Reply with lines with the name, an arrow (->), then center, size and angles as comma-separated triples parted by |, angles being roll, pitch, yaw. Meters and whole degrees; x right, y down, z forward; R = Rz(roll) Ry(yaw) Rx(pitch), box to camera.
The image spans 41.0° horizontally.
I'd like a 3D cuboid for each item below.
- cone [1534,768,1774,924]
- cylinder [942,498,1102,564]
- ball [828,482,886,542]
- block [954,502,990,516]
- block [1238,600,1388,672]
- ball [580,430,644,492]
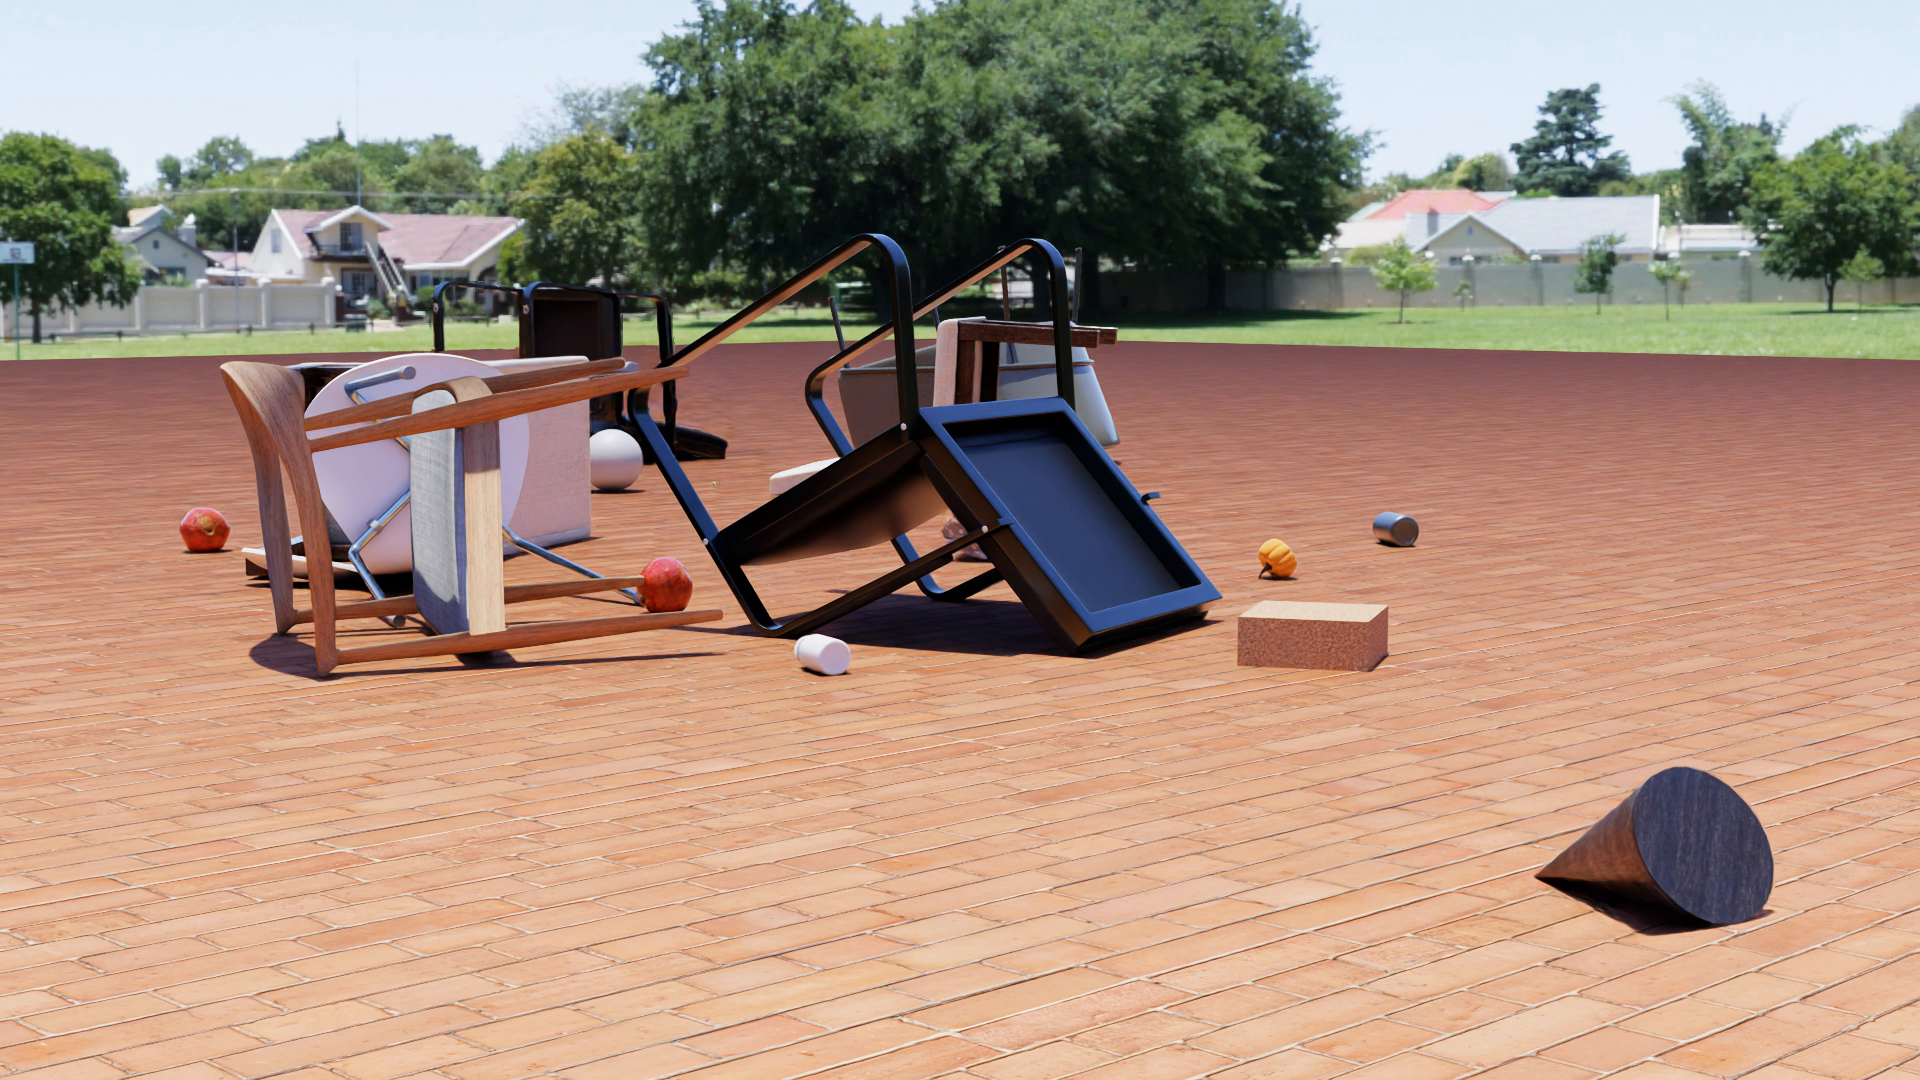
cone -> 0.695, 0.341, 2.717 | 0.202, 0.153, 0.248 | 27, -27, -24
cylinder -> 0.149, -0.024, 6.040 | 0.317, 0.122, 0.328 | 5, 7, 13
ball -> -0.257, -0.069, 6.375 | 0.145, 0.145, 0.145 | 0, 6, 0
block -> 0.053, -0.050, 6.503 | 0.122, 0.081, 0.168 | 1, 6, 7
block -> 0.609, 0.164, 4.415 | 0.220, 0.084, 0.229 | 2, 6, 18
ball -> -1.065, -0.244, 7.846 | 0.191, 0.191, 0.191 | 0, 6, 0
